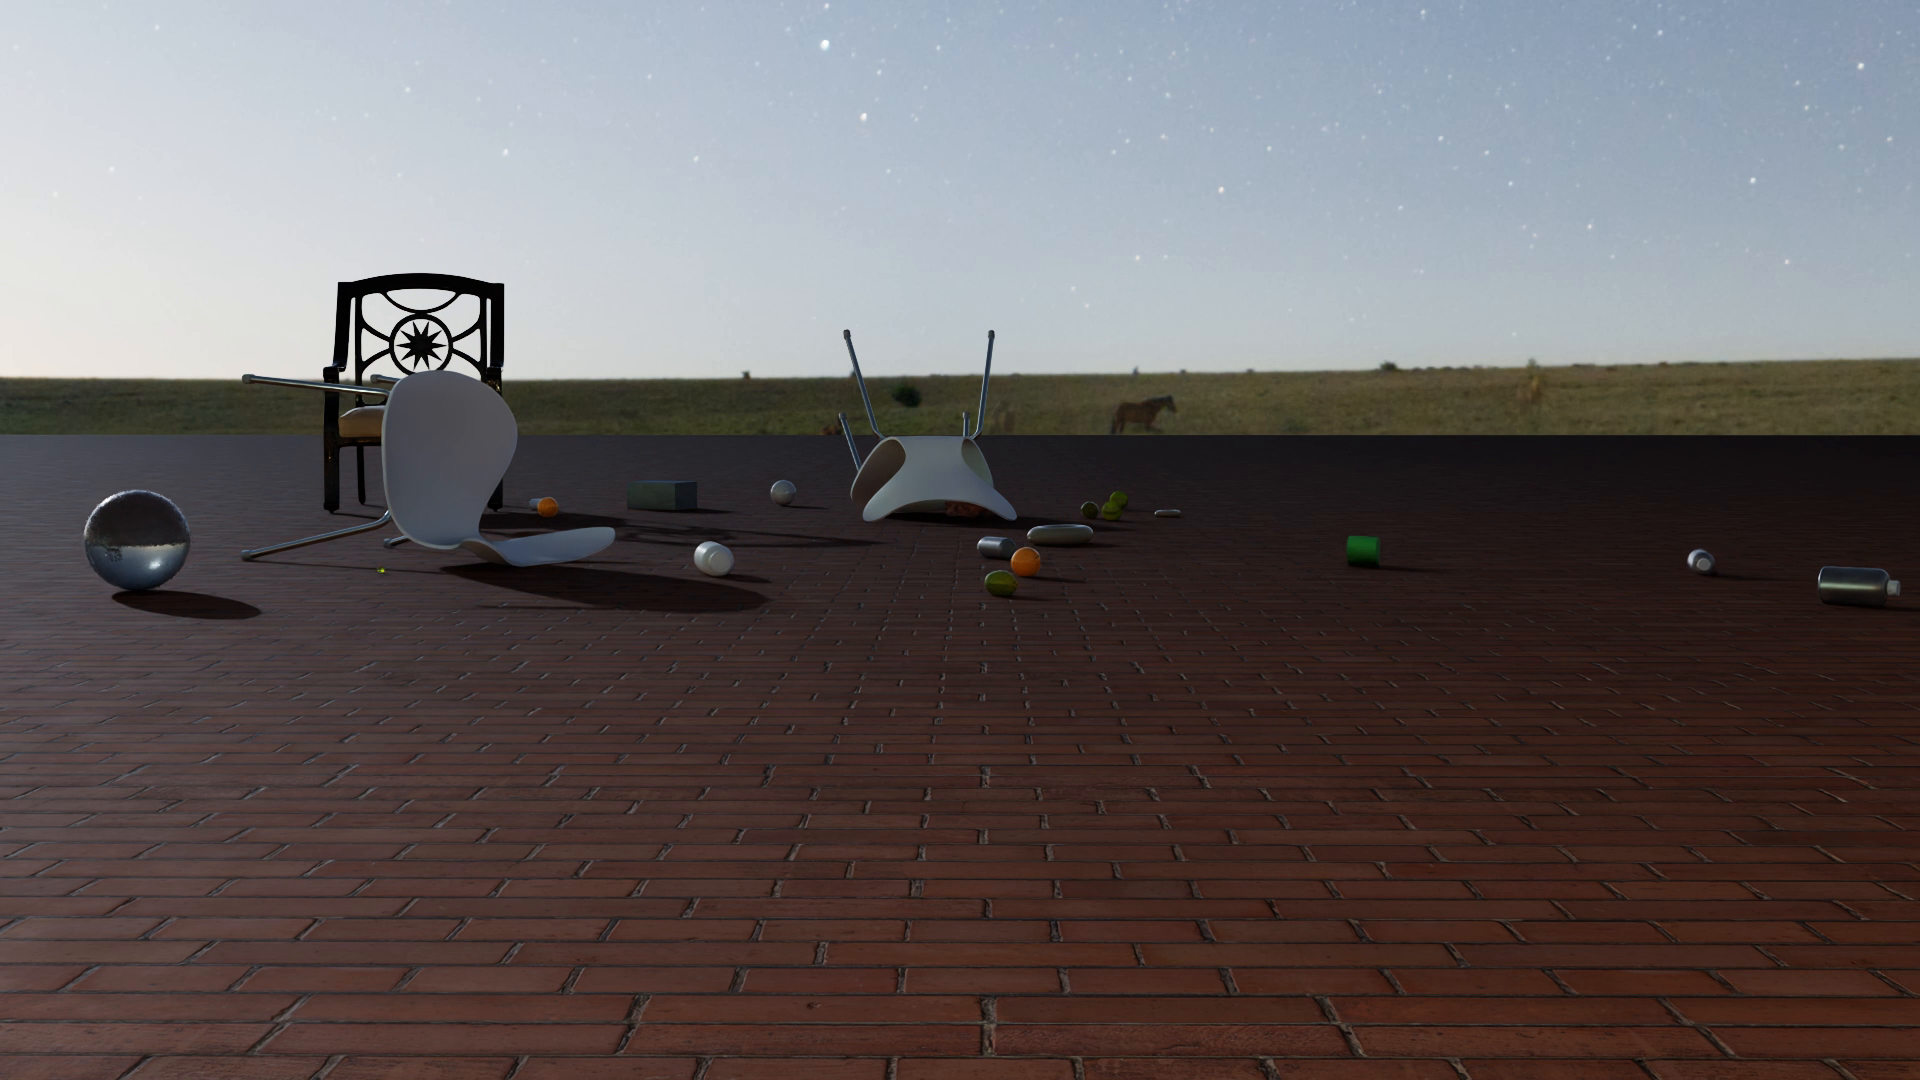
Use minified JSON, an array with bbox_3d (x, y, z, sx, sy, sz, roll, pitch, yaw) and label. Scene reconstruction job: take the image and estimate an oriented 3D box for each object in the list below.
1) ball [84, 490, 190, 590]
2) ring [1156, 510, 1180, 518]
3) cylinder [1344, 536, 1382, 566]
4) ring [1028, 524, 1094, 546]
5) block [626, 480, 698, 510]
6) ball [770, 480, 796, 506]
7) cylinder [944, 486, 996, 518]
[{"bbox_3d":[-1.832,0.001,4.897,0.224,0.224,0.224,0,4,0],"label":"ball"},{"bbox_3d":[0.731,-0.093,7.747,0.106,0.022,0.060,-4,6,-35],"label":"ring"},{"bbox_3d":[1.028,0.029,5.600,0.073,0.070,0.096,-10,-16,22],"label":"cylinder"},{"bbox_3d":[0.292,-0.014,6.382,0.226,0.052,0.131,-4,6,-37],"label":"ring"},{"bbox_3d":[-1.121,-0.169,8.276,0.211,0.100,0.155,2,4,25],"label":"block"},{"bbox_3d":[-0.680,-0.181,8.467,0.099,0.099,0.099,0,4,0],"label":"ball"},{"bbox_3d":[0.035,-0.136,7.734,0.167,0.104,0.117,-12,2,12],"label":"cylinder"}]
